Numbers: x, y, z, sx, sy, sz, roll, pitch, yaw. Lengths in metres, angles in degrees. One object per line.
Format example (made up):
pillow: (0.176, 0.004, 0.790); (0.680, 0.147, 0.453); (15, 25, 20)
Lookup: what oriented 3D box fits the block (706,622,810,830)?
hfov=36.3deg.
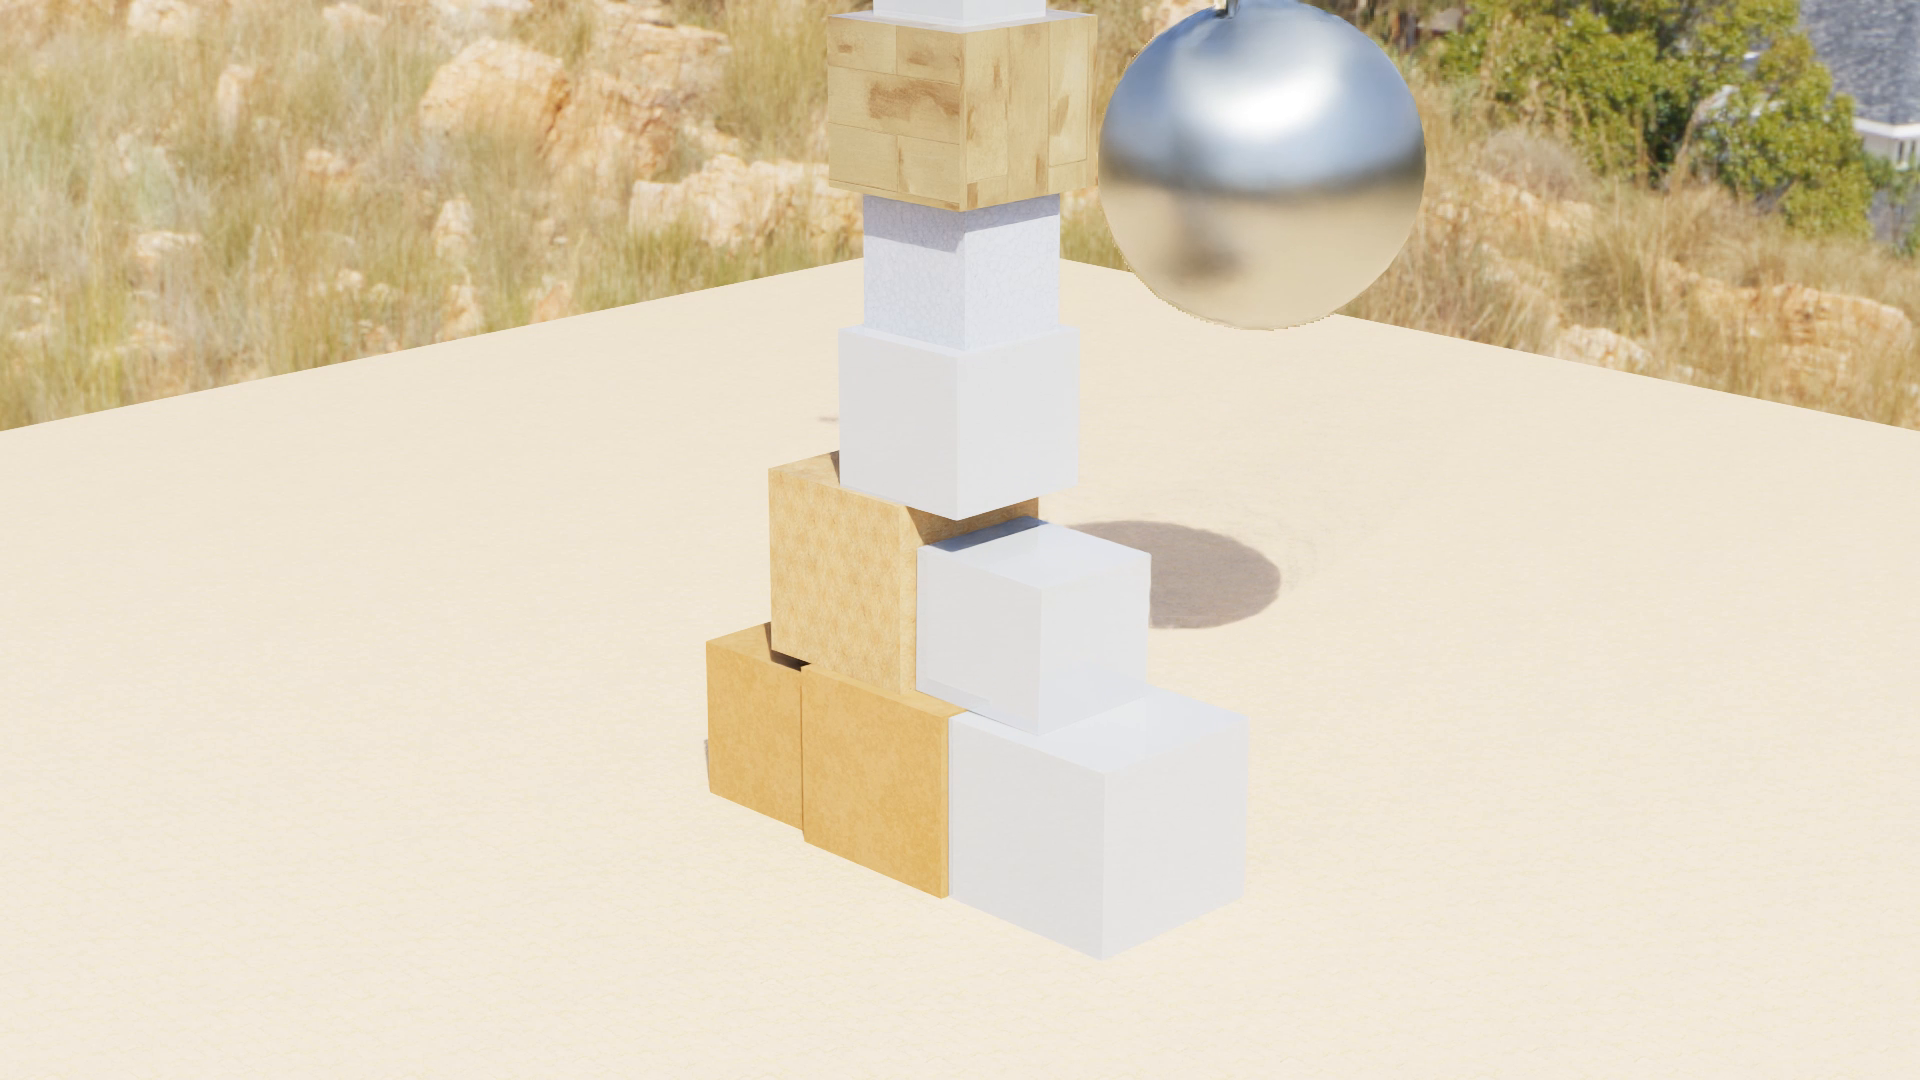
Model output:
block: (-0.676, 0.861, 14.292); (0.793, 0.786, 0.772); (-17, 24, -42)

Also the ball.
ball: (1.467, -1.831, 14.304); (1.600, 1.600, 1.600); (0, 17, 0)

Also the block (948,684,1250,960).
block: (0.615, 1.197, 13.095); (0.950, 0.865, 0.934); (-17, 24, -42)

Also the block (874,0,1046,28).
block: (-0.003, -2.471, 12.562); (0.501, 0.446, 0.548); (-17, 24, -42)

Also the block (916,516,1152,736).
block: (0.324, 0.370, 13.131); (0.705, 0.676, 0.763); (-17, 25, -42)

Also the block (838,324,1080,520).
block: (-0.004, -0.593, 13.151); (0.775, 0.728, 0.748); (-17, 24, -42)

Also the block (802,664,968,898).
block: (-0.072, 1.001, 13.702); (0.956, 0.874, 0.920); (-17, 24, -42)

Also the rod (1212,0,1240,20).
rod: (0.636, -4.626, 12.554); (0.080, 5.200, 0.080); (17, 44, 42)

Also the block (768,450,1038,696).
block: (-0.260, 0.089, 13.670); (0.897, 0.885, 0.874); (-17, 24, -42)

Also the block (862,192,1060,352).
block: (0.006, -1.247, 12.956); (0.589, 0.637, 0.634); (-17, 24, -42)

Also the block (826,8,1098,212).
block: (0.010, -1.907, 12.753); (0.843, 0.745, 0.809); (-17, 24, -42)
